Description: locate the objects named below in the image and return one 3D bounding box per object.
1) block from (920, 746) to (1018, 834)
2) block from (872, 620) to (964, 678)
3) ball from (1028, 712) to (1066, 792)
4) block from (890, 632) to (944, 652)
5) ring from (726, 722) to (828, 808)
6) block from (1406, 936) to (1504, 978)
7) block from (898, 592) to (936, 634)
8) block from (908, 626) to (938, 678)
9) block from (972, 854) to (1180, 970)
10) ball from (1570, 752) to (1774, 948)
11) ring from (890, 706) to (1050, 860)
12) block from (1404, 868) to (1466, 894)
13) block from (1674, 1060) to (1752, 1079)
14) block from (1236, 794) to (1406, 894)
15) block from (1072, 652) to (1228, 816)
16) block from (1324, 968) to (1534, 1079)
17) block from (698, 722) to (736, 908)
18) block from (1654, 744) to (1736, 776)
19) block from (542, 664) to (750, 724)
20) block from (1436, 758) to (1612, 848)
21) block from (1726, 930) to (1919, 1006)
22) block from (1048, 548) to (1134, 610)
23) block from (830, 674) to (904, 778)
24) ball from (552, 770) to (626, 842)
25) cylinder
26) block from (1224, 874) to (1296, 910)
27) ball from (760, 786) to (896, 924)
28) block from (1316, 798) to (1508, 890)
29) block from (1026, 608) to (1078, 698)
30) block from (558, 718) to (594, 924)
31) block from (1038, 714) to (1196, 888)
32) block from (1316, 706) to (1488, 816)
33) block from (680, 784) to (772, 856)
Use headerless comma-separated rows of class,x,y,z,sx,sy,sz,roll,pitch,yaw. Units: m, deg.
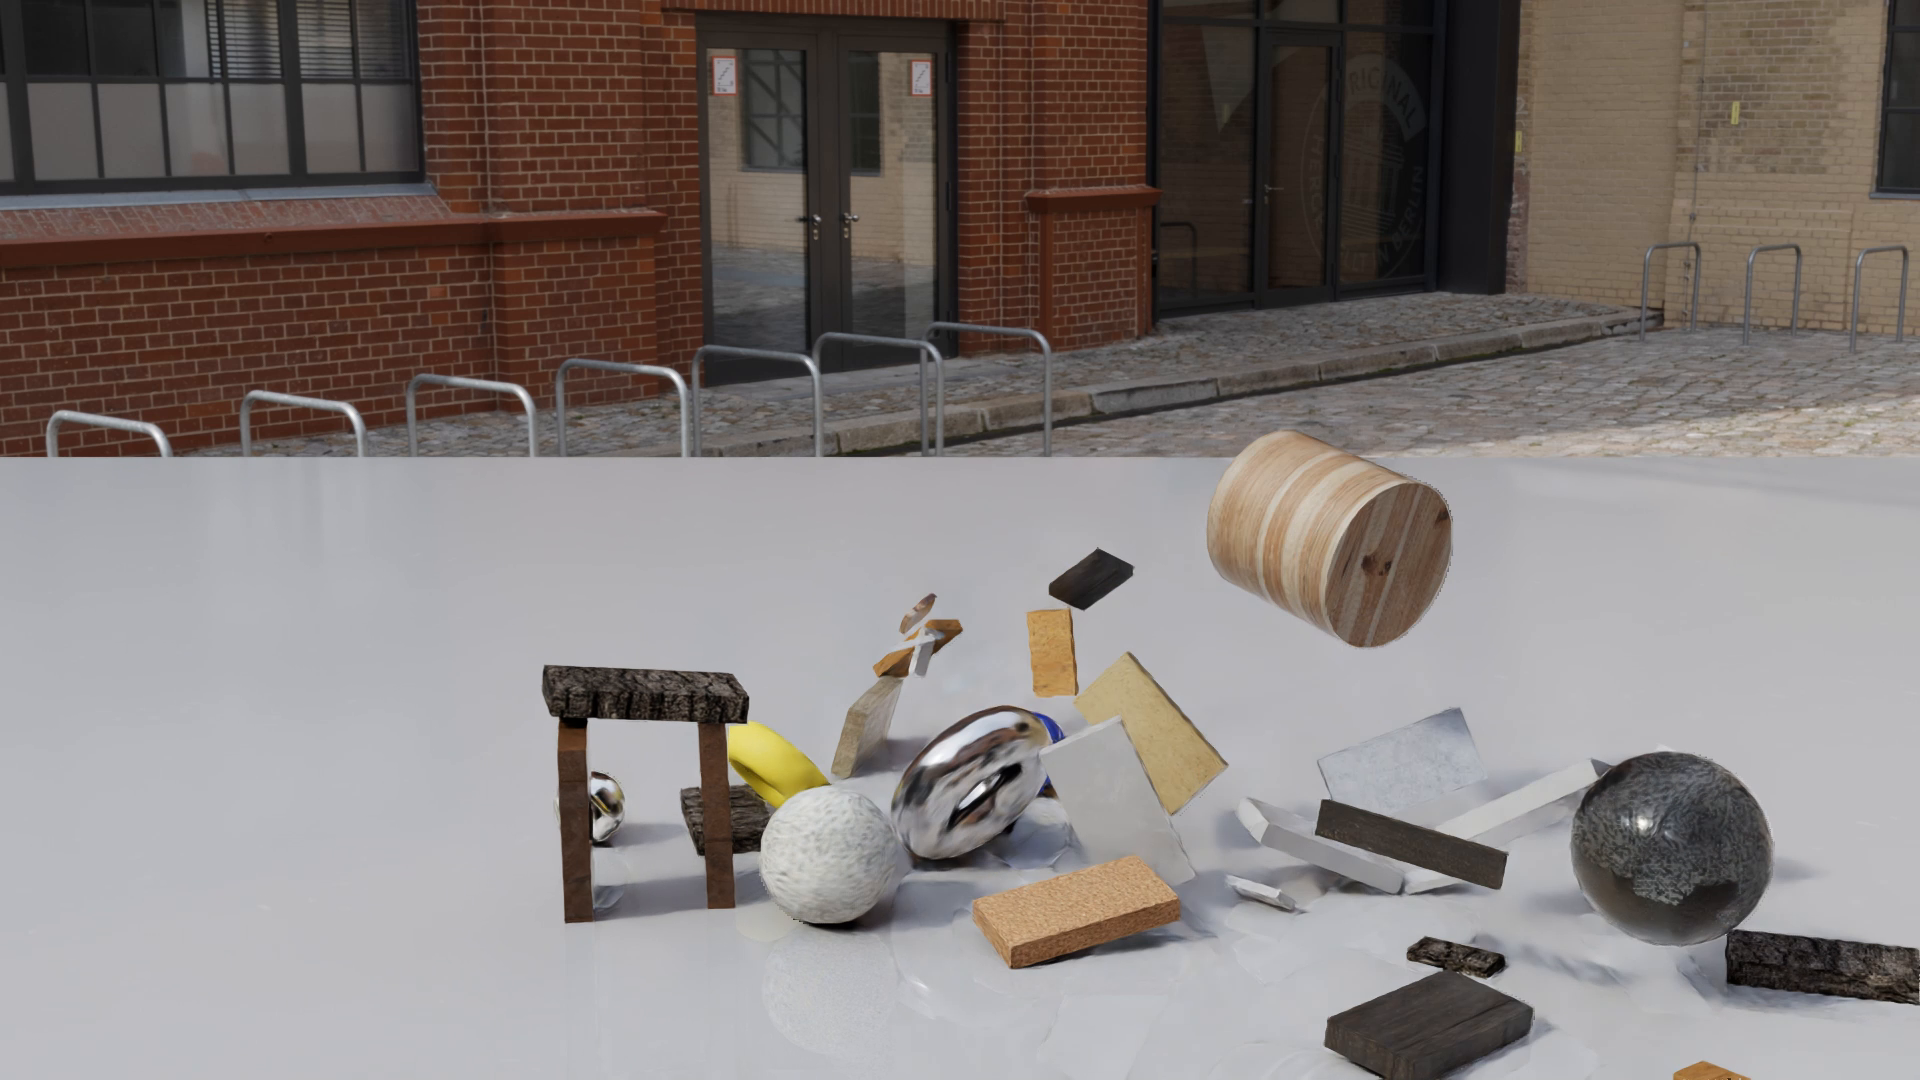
block,0.011,0.463,4.092,0.140,0.040,0.280,23,5,-14
block,-0.087,0.225,4.552,0.183,0.026,0.091,-40,-25,29
ball,0.132,0.407,4.222,0.157,0.157,0.157,0,11,0
block,-0.078,0.184,3.976,0.091,0.013,0.045,-17,-3,23
ring,-0.330,0.424,4.006,0.080,0.240,0.240,-49,32,-18
block,0.757,0.638,3.361,0.131,0.018,0.065,8,13,36
block,-0.080,0.138,4.149,0.013,0.045,0.091,35,42,15
block,-0.069,0.210,4.140,0.013,0.091,0.045,13,-5,30
block,0.181,0.578,3.436,0.288,0.041,0.144,-13,26,-20
ball,1.022,0.444,3.166,0.279,0.279,0.279,0,11,0
ring,0.021,0.421,3.811,0.325,0.325,0.108,-10,47,-43
block,0.797,0.563,3.675,0.108,0.015,0.054,-16,11,15
block,1.015,0.724,2.897,0.065,0.018,0.131,-8,13,-36
block,0.603,0.511,3.686,0.265,0.038,0.133,22,9,-15
block,0.334,0.340,3.863,0.266,0.133,0.038,49,12,17
block,0.651,0.673,3.044,0.288,0.041,0.144,-8,20,-43
block,-0.404,0.434,3.646,0.044,0.313,0.157,-3,11,-6
block,1.154,0.477,3.626,0.136,0.039,0.272,22,67,38
block,-0.512,0.250,3.572,0.313,0.044,0.157,4,10,-17
block,0.902,0.424,3.474,0.272,0.039,0.136,-30,-27,26
block,1.295,0.639,3.299,0.272,0.039,0.136,3,11,18
block,0.273,0.084,4.598,0.091,0.026,0.183,26,-37,-21
block,-0.186,0.373,4.437,0.040,0.140,0.280,19,14,9
ball,-0.662,0.477,3.926,0.130,0.130,0.130,0,11,0
cylinder,0.640,-0.005,3.827,0.299,0.299,0.299,-8,24,-35
block,0.492,0.577,3.601,0.108,0.015,0.054,10,-21,45
ball,-0.211,0.505,3.526,0.220,0.220,0.220,0,11,0
block,0.653,0.441,3.195,0.288,0.054,0.015,14,7,34
block,0.197,0.240,4.673,0.091,0.183,0.026,-4,5,18
block,-0.618,0.440,3.545,0.044,0.313,0.157,-1,23,-8
block,0.255,0.444,3.571,0.144,0.288,0.041,-25,7,8
block,0.779,0.404,3.880,0.265,0.133,0.038,-21,-4,2
block,-0.424,0.507,4.005,0.140,0.040,0.280,-2,11,-13
